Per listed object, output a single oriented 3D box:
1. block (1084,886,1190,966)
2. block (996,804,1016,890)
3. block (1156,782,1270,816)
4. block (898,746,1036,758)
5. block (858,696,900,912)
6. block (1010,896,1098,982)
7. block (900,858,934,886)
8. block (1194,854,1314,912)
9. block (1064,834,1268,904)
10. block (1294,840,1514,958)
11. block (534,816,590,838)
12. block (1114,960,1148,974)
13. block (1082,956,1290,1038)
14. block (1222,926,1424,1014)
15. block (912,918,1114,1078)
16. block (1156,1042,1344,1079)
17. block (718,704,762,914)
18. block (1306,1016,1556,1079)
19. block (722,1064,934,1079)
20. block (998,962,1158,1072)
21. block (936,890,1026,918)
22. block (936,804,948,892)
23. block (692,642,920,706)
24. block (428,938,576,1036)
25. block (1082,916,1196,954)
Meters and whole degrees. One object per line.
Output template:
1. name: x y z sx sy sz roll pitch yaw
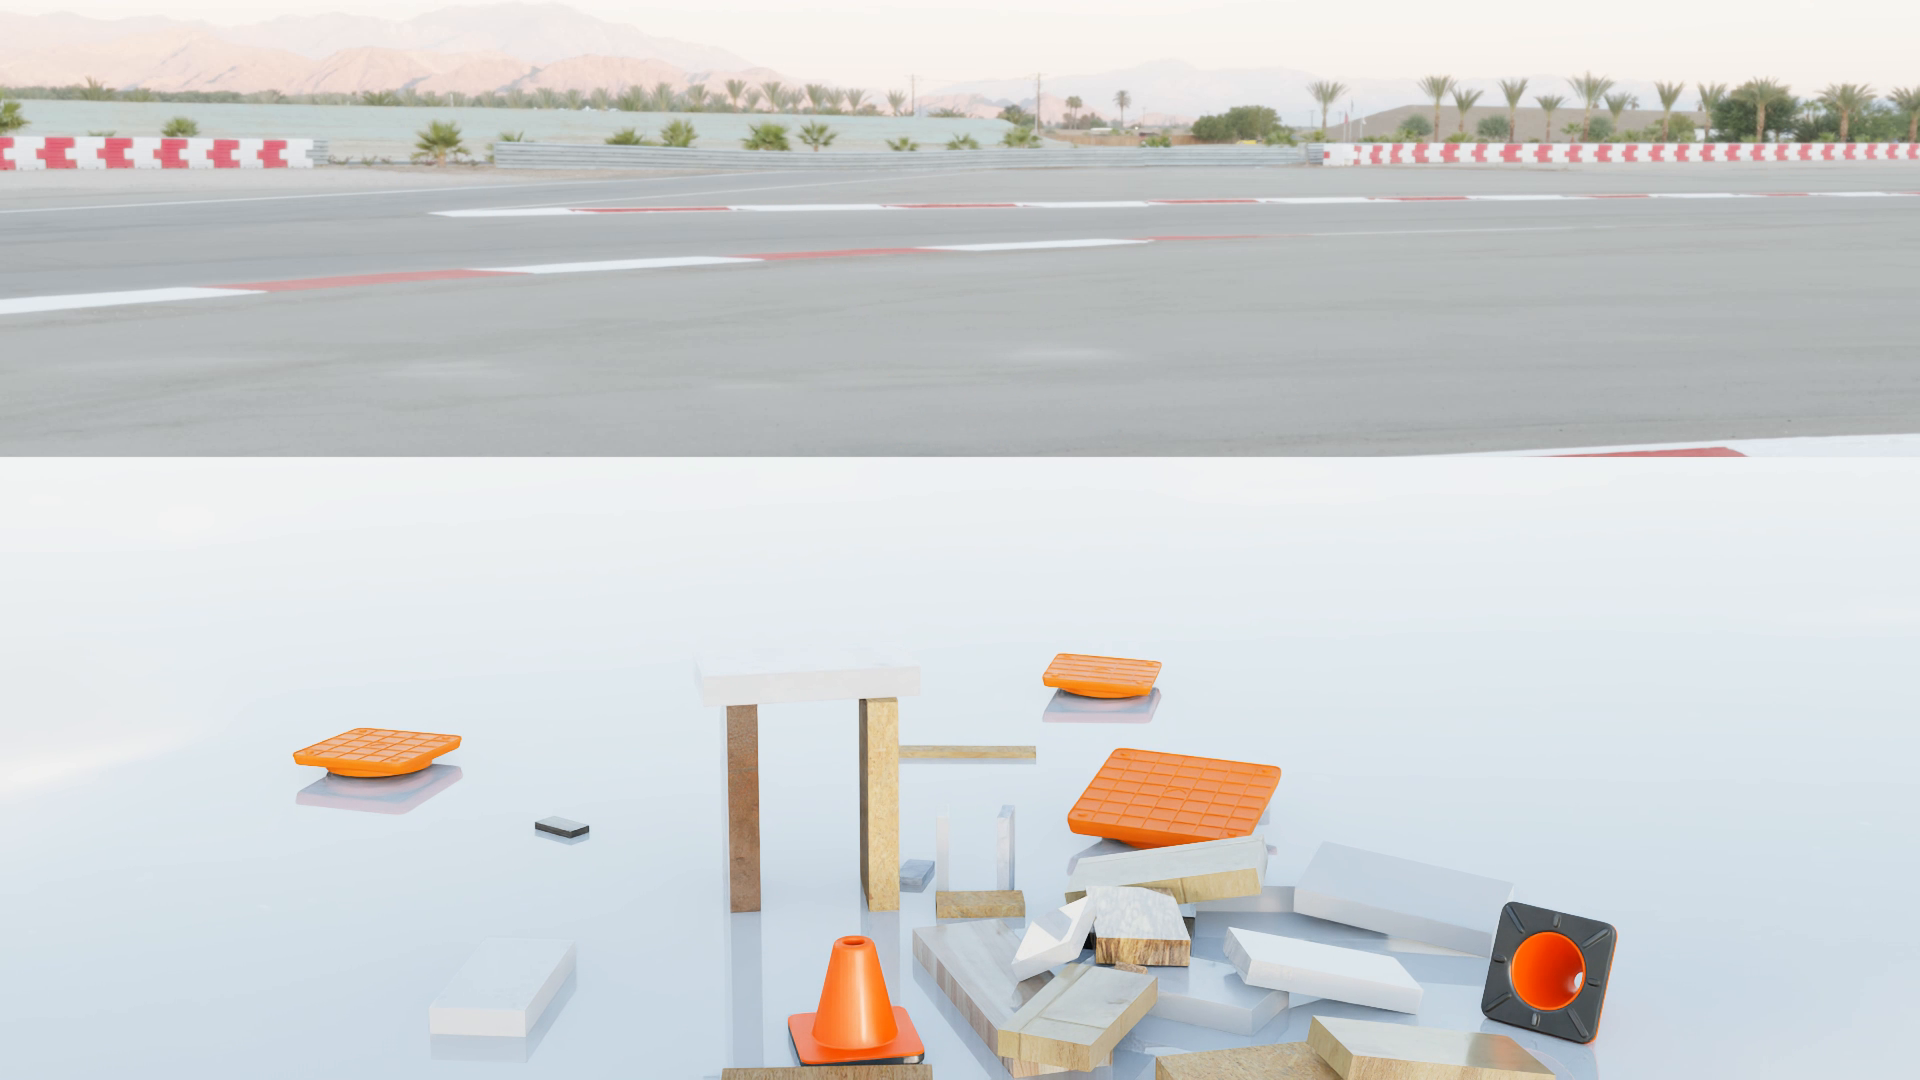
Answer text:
1. block: 0.268 0.588 3.367 0.138 0.039 0.275 2 7 -1
2. block: 0.077 0.520 3.655 0.020 0.143 0.072 2 11 9
3. block: 0.476 0.488 4.142 0.194 0.028 0.097 -2 11 -11
4. block: -0.005 0.432 4.486 0.321 0.013 0.047 0 11 1
5. block: -0.135 0.417 3.640 0.050 0.351 0.175 -1 11 -7
6. block: 0.141 0.590 3.261 0.097 0.028 0.194 -25 4 15
7. block: -0.077 0.567 3.755 0.047 0.013 0.094 2 11 13
8. block: 0.544 0.570 3.654 0.313 0.044 0.157 0 11 2
9. block: 0.338 0.547 3.586 0.313 0.044 0.157 -10 10 14
10. block: 0.706 0.569 3.500 0.313 0.044 0.157 10 26 23
11. block: -0.724 0.522 3.999 0.094 0.013 0.047 8 13 37
12. block: 0.232 0.651 3.159 0.045 0.013 0.091 6 51 29
13. block: 0.320 0.654 3.214 0.286 0.041 0.143 6 12 29
14. block: 0.527 0.627 3.205 0.263 0.037 0.131 12 9 -10
15. block: 0.067 0.657 3.196 0.143 0.041 0.480 -3 11 -17
16. block: 0.416 0.713 2.893 0.286 0.041 0.143 -3 11 -13
17. block: -0.365 0.418 3.635 0.050 0.351 0.176 -2 11 -10
18. block: 0.621 0.684 2.902 0.294 0.037 0.131 9 8 -16
19. block: -0.171 0.725 2.834 0.275 0.039 0.138 0 11 -3
20. block: 0.165 0.651 3.016 0.131 0.037 0.263 5 11 24
21. block: 0.033 0.594 3.590 0.143 0.020 0.072 0 11 -3
22. block: -0.029 0.519 3.659 0.020 0.143 0.072 0 11 0
23. block: -0.254 0.219 3.610 0.351 0.050 0.175 -2 11 -12
24. block: -0.667 0.653 3.225 0.138 0.039 0.275 1 11 5
25. block: 0.268 0.616 3.453 0.194 0.028 0.097 2 11 10
